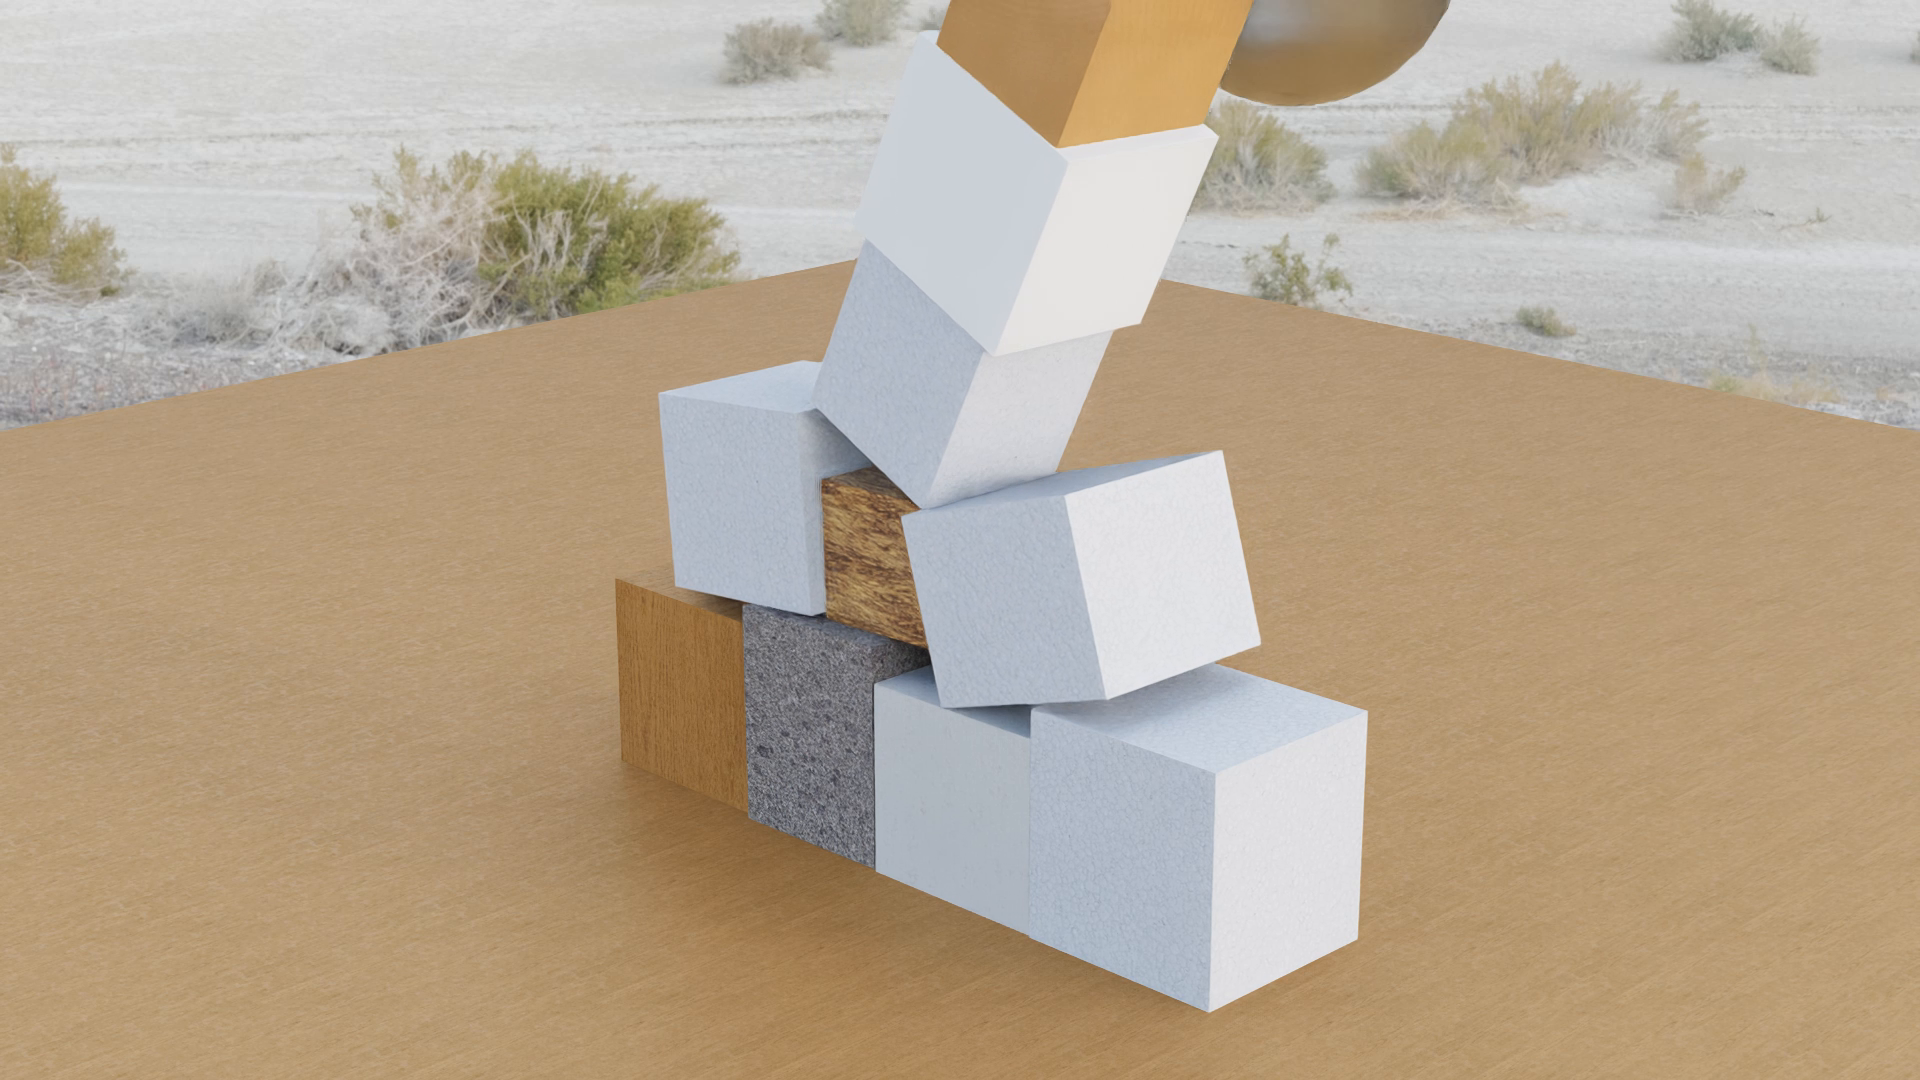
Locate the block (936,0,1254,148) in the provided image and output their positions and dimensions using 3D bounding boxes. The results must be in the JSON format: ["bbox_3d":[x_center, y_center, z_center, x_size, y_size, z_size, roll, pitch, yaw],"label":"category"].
[{"bbox_3d":[0.588,-2.227,12.040,0.875,0.841,0.792,-16,49,-41],"label":"block"}]

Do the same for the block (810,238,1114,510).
[{"bbox_3d":[0.013,-0.817,13.104,0.831,0.913,0.828,-16,49,-42],"label":"block"}]

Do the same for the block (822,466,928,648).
[{"bbox_3d":[-0.119,0.026,13.506,0.752,0.669,0.682,-16,21,-42],"label":"block"}]

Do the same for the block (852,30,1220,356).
[{"bbox_3d":[0.311,-1.536,12.563,0.901,0.977,0.986,-16,50,-41],"label":"block"}]

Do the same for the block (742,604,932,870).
[{"bbox_3d":[-0.361,0.808,13.966,0.980,1.074,0.884,-17,23,-42],"label":"block"}]

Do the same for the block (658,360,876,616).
[{"bbox_3d":[-0.734,-0.271,14.060,0.918,0.954,0.999,-16,18,-42],"label":"block"}]

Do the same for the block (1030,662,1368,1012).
[{"bbox_3d":[1.019,1.233,12.648,1.028,1.064,1.000,17,24,42],"label":"block"}]

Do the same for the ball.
[{"bbox_3d":[1.623,-2.896,14.133,1.600,1.600,1.600,0,17,0],"label":"ball"}]

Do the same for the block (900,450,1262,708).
[{"bbox_3d":[0.528,0.176,12.820,0.987,0.868,1.036,-16,6,-42],"label":"block"}]

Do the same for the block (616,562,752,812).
[{"bbox_3d":[-1.039,0.663,14.620,0.884,0.968,1.009,-17,24,-42],"label":"block"}]

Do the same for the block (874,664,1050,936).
[{"bbox_3d":[0.305,1.085,13.356,0.989,0.921,0.970,-17,24,-42],"label":"block"}]
